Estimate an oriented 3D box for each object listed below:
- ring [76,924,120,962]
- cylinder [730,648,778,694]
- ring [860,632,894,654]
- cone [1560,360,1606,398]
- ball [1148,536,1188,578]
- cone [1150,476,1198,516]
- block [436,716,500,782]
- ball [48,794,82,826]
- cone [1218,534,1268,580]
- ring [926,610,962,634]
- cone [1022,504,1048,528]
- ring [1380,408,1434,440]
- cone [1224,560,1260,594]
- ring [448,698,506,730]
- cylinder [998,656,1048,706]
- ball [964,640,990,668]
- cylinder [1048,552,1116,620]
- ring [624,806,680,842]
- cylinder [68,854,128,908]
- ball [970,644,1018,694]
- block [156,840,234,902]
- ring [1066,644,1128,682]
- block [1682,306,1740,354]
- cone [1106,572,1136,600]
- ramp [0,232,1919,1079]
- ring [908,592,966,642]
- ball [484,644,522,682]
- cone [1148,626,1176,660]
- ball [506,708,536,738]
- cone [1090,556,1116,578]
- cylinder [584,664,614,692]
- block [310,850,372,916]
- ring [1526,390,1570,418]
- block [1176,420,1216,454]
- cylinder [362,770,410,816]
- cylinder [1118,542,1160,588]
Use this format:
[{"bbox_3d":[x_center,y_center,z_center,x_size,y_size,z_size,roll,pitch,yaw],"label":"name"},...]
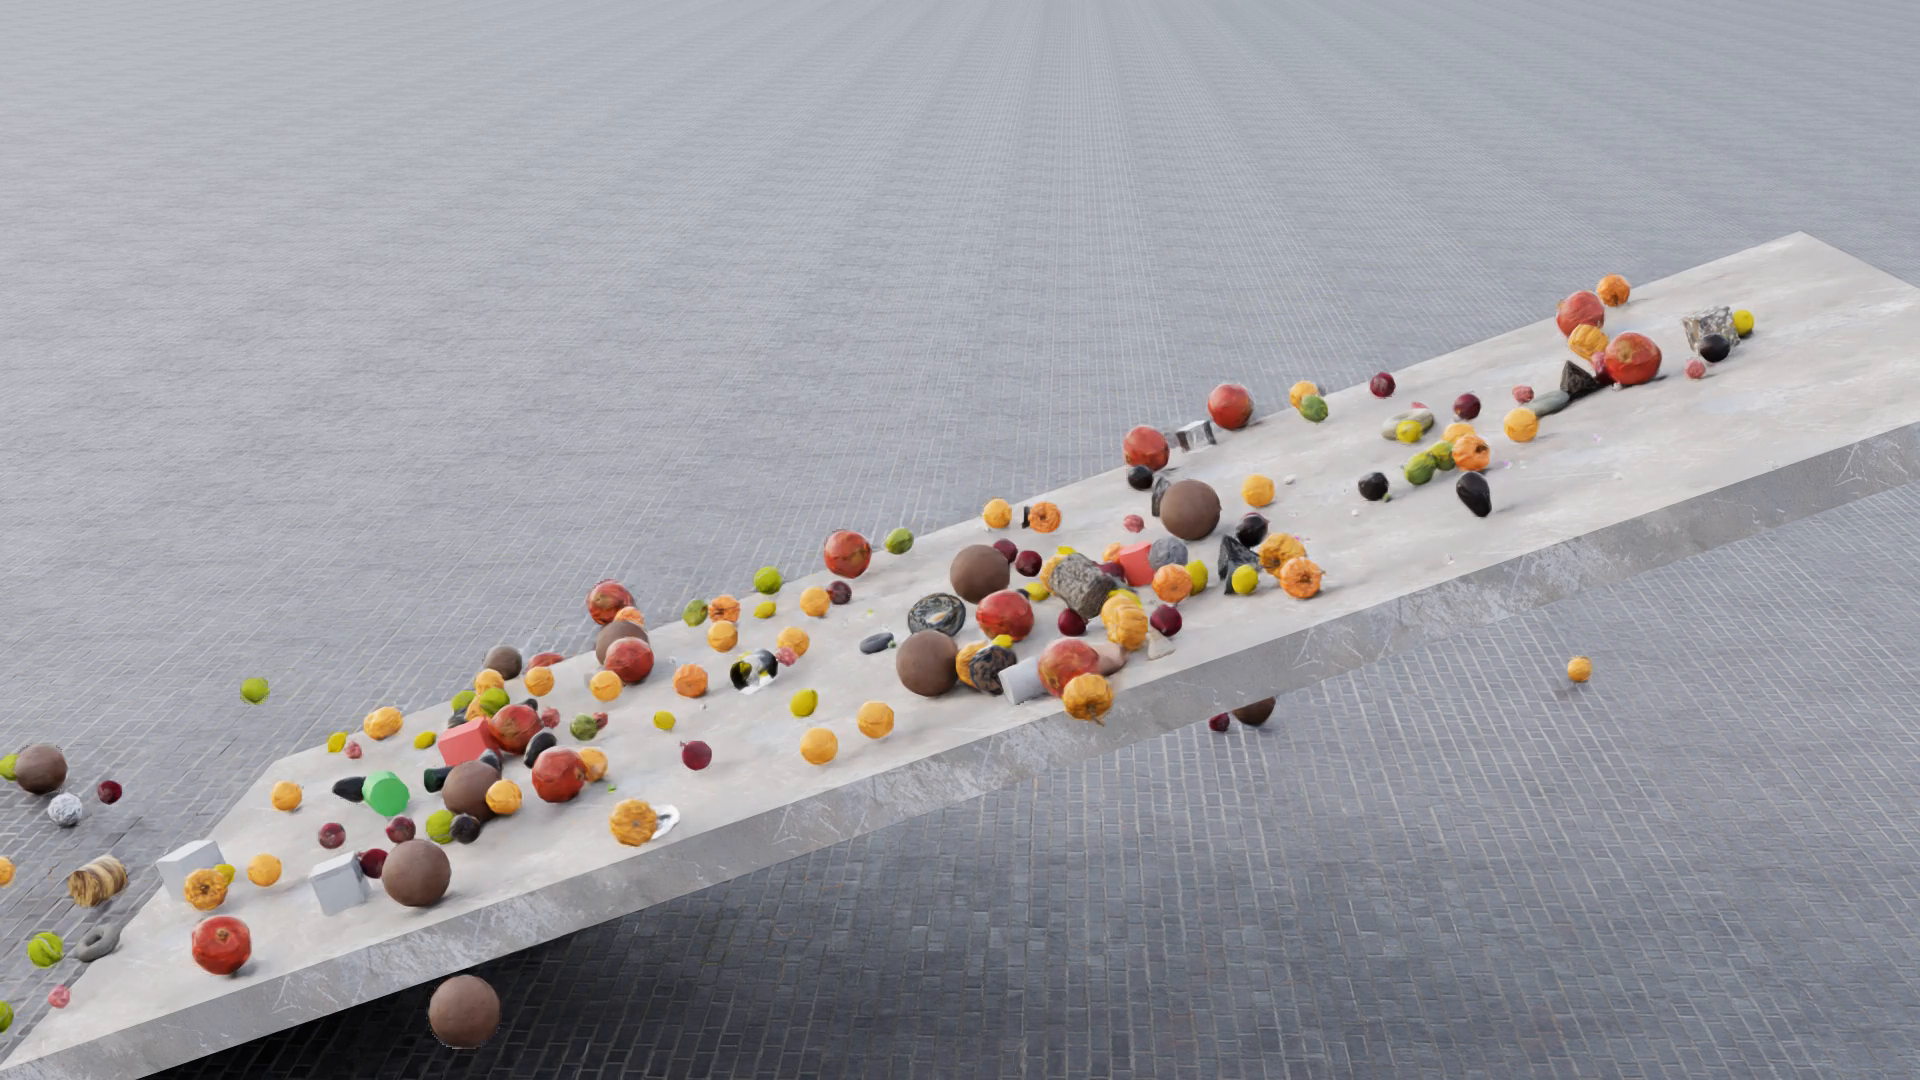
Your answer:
[{"bbox_3d":[-1.803,0.842,6.147,0.101,0.034,0.101,-22,28,12],"label":"ring"},{"bbox_3d":[-0.441,0.282,6.318,0.076,0.076,0.076,7,23,28],"label":"cylinder"},{"bbox_3d":[-0.177,0.220,6.286,0.077,0.026,0.077,-18,12,4],"label":"ring"},{"bbox_3d":[1.324,-0.332,6.219,0.090,0.090,0.090,7,13,1],"label":"cone"},{"bbox_3d":[0.423,0.034,5.965,0.081,0.081,0.081,0,13,0],"label":"ball"},{"bbox_3d":[0.484,-0.086,6.532,0.093,0.093,0.093,13,16,19],"label":"cone"},{"bbox_3d":[-1.091,0.466,6.541,0.098,0.098,0.098,-20,11,3],"label":"block"},{"bbox_3d":[-2.209,0.667,7.265,0.082,0.082,0.082,0,13,0],"label":"ball"},{"bbox_3d":[0.565,0.039,5.798,0.093,0.093,0.093,5,12,-7],"label":"cone"},{"bbox_3d":[-0.034,0.175,6.245,0.081,0.027,0.081,-21,11,4],"label":"ring"},{"bbox_3d":[0.180,-0.052,6.937,0.061,0.061,0.061,7,13,1],"label":"cone"},{"bbox_3d":[0.982,-0.255,6.454,0.123,0.041,0.123,-20,10,4],"label":"ring"},{"bbox_3d":[0.549,0.077,5.678,0.067,0.067,0.067,8,13,4],"label":"cone"},{"bbox_3d":[-1.147,0.420,6.987,0.146,0.049,0.146,-19,11,4],"label":"ring"},{"bbox_3d":[0.118,0.262,5.457,0.069,0.069,0.069,-23,18,-11],"label":"cylinder"},{"bbox_3d":[0.040,0.229,5.761,0.065,0.065,0.065,0,13,0],"label":"ball"},{"bbox_3d":[0.240,0.090,5.763,0.094,0.094,0.094,-11,42,-41],"label":"cylinder"},{"bbox_3d":[-0.577,0.530,5.495,0.111,0.037,0.111,-20,12,4],"label":"ring"},{"bbox_3d":[-1.965,0.777,6.704,0.092,0.092,0.092,6,19,24],"label":"cylinder"},{"bbox_3d":[0.065,0.246,5.564,0.095,0.095,0.095,0,13,0],"label":"ball"},{"bbox_3d":[-1.653,0.715,6.348,0.099,0.099,0.099,-8,16,46],"label":"block"},{"bbox_3d":[0.254,0.227,5.456,0.122,0.041,0.122,-20,12,4],"label":"ring"},{"bbox_3d":[1.584,-0.445,6.208,0.076,0.076,0.076,-22,11,-10],"label":"block"},{"bbox_3d":[0.326,0.101,5.953,0.067,0.067,0.067,6,13,-2],"label":"cone"},{"bbox_3d":[0.114,0.177,6.299,4.000,0.100,2.000,-19,11,6],"label":"ramp"},{"bbox_3d":[-0.049,0.162,6.171,0.126,0.042,0.126,-10,44,9],"label":"ring"},{"bbox_3d":[-1.153,0.310,7.433,0.095,0.095,0.095,0,13,0],"label":"ball"},{"bbox_3d":[0.363,0.183,5.430,0.058,0.058,0.058,-20,11,4],"label":"cone"},{"bbox_3d":[-0.999,0.417,6.694,0.067,0.067,0.067,0,13,0],"label":"ball"},{"bbox_3d":[0.303,0.081,6.076,0.076,0.076,0.076,20,5,-23],"label":"cone"},{"bbox_3d":[-0.849,0.325,6.904,0.051,0.051,0.051,6,23,24],"label":"cylinder"},{"bbox_3d":[-1.222,0.678,5.803,0.086,0.086,0.086,-21,11,-1],"label":"block"},{"bbox_3d":[1.234,-0.286,6.181,0.097,0.032,0.097,-23,8,3],"label":"ring"},{"bbox_3d":[0.569,-0.248,7.094,0.061,0.061,0.061,-27,13,-30],"label":"block"},{"bbox_3d":[-1.256,0.554,6.434,0.086,0.086,0.086,-5,8,-22],"label":"cylinder"},{"bbox_3d":[0.367,0.049,6.017,0.072,0.072,0.072,-20,11,4],"label":"cylinder"}]
